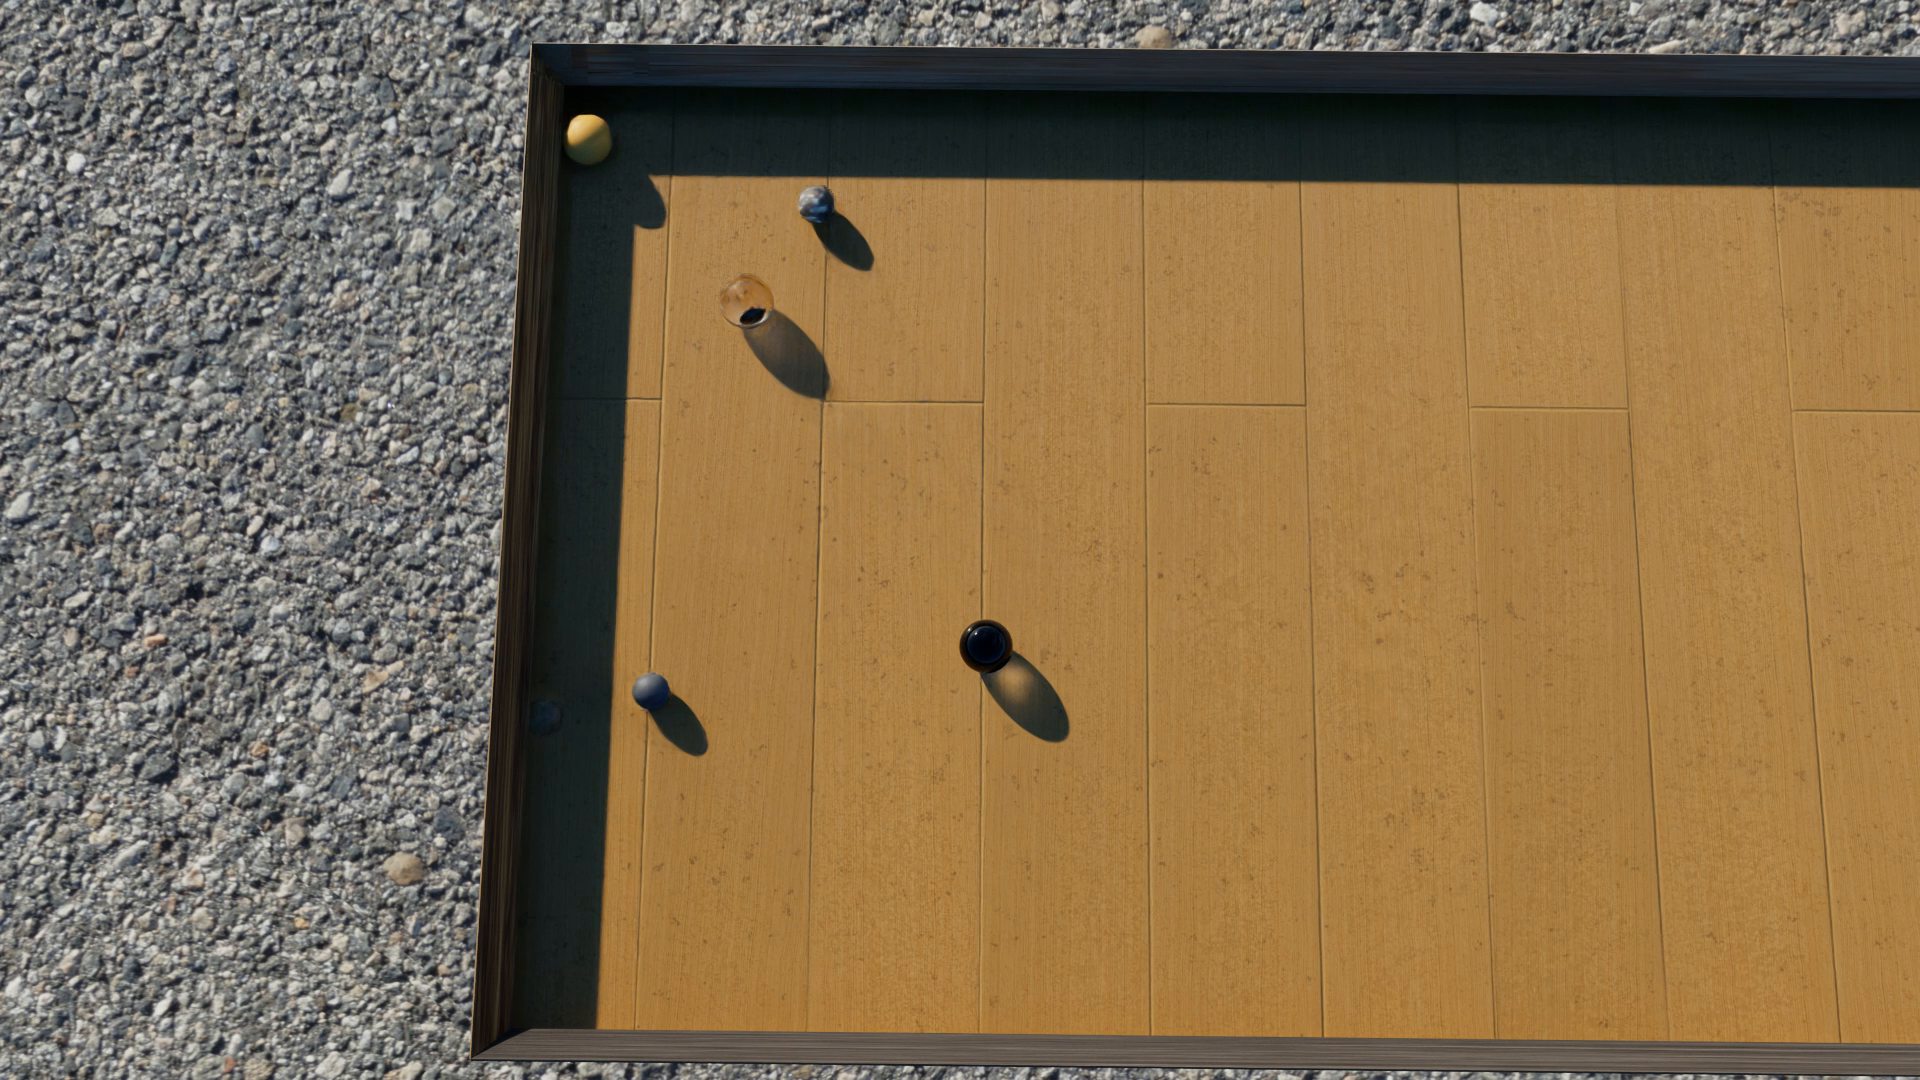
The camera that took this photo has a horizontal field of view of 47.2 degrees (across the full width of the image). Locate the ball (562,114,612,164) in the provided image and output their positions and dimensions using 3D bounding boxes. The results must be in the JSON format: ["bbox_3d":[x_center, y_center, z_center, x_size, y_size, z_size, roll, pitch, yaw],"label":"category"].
[{"bbox_3d":[-0.588,-0.632,3.469,0.080,0.080,0.080,0,77,0],"label":"ball"}]

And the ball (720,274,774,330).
[{"bbox_3d":[-0.330,-0.369,3.404,0.084,0.084,0.084,0,77,0],"label":"ball"}]

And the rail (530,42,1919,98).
[{"bbox_3d":[0.686,-0.728,3.475,2.714,0.109,0.045,1,77,0],"label":"rail"}]

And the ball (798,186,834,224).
[{"bbox_3d":[-0.226,-0.527,3.455,0.058,0.058,0.058,0,77,0],"label":"ball"}]

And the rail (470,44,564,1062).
[{"bbox_3d":[-0.655,-0.012,3.305,0.045,0.109,1.547,1,77,0],"label":"rail"}]

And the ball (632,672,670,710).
[{"bbox_3d":[-0.461,0.226,3.278,0.055,0.055,0.055,0,77,0],"label":"ball"}]

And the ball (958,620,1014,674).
[{"bbox_3d":[0.039,0.159,3.280,0.081,0.081,0.081,0,77,0],"label":"ball"}]

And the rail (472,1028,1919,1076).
[{"bbox_3d":[0.670,0.732,3.129,2.714,0.109,0.045,1,77,0],"label":"rail"}]

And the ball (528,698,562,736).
[{"bbox_3d":[-0.619,0.263,3.268,0.056,0.056,0.056,0,77,0],"label":"ball"}]
